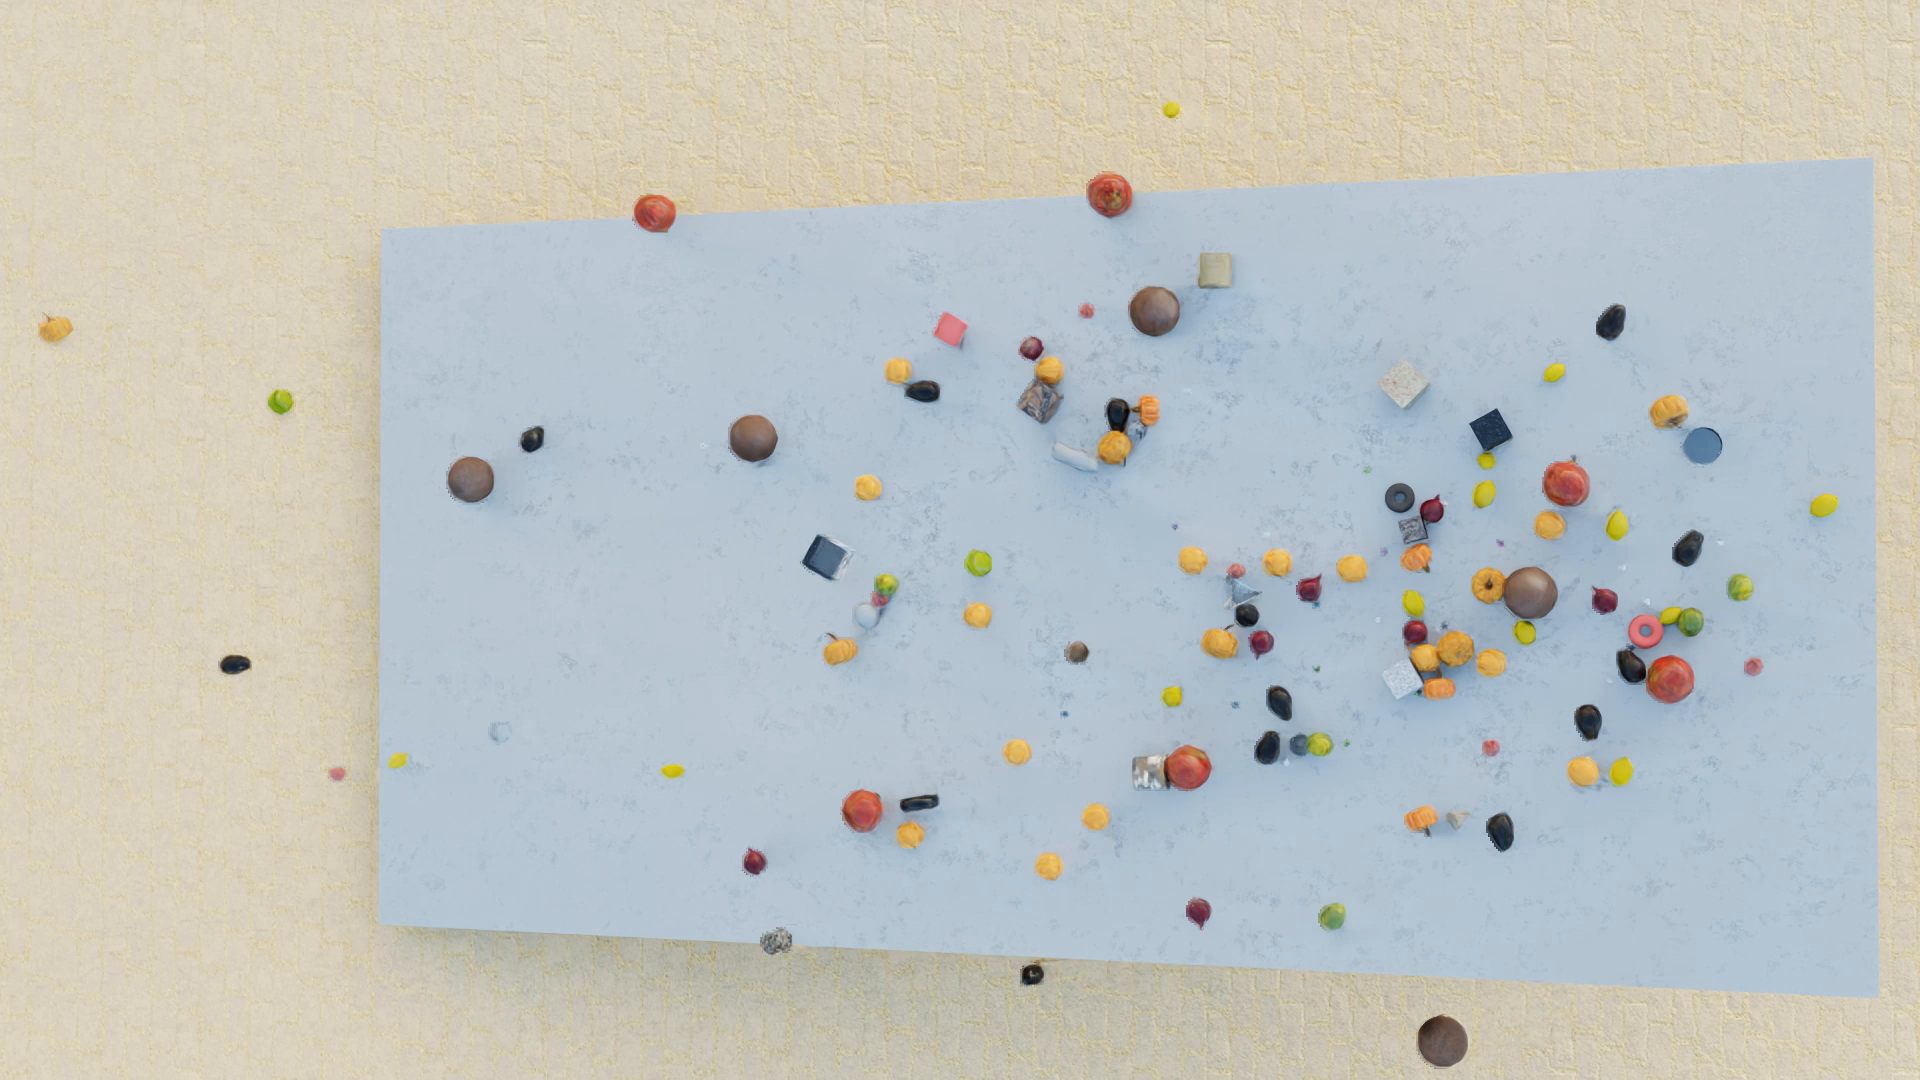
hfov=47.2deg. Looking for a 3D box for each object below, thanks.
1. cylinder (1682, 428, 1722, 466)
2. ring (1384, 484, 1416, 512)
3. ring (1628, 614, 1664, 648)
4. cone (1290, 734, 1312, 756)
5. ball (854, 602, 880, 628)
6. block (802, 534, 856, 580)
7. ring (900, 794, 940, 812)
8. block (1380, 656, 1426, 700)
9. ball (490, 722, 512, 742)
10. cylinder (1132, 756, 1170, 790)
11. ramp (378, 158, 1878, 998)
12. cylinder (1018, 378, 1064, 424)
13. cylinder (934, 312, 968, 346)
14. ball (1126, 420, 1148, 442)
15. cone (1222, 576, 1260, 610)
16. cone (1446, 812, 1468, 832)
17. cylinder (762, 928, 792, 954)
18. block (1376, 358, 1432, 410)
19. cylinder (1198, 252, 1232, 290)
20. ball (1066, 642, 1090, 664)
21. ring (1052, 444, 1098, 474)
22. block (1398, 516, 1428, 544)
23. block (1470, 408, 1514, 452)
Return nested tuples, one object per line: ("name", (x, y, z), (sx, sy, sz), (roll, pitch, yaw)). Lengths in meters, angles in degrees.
("cylinder", (1.789, -0.226, 5.298), (0.088, 0.088, 0.088), (0, 89, 16))
("ring", (1.105, -0.106, 5.524), (0.075, 0.025, 0.075), (0, 91, 17))
("ring", (1.670, 0.223, 5.357), (0.083, 0.028, 0.083), (-1, 88, 16))
("cone", (0.859, 0.521, 5.568), (0.057, 0.057, 0.057), (0, 89, 16))
("ball", (-0.249, 0.201, 5.877), (0.070, 0.070, 0.070), (0, 89, 0))
("block", (-0.352, 0.047, 5.902), (0.092, 0.092, 0.092), (31, 97, 14))
("ring", (-0.105, 0.695, 5.813), (0.109, 0.109, 0.036), (-9, 84, 0))
("block", (1.106, 0.344, 5.490), (0.077, 0.077, 0.077), (-30, 81, 13))
("ball", (-1.291, 0.540, 6.179), (0.060, 0.060, 0.060), (0, 89, 0))
("cylinder", (0.493, 0.597, 5.657), (0.085, 0.085, 0.085), (-4, 89, 16))
("ramp", (0.269, 0.096, 5.824), (4.000, 0.100, 2.000), (0, 89, 16))
("cylinder", (0.211, -0.362, 5.749), (0.090, 0.090, 0.090), (36, 99, 0))
("cylinder", (-0.024, -0.558, 5.829), (0.069, 0.069, 0.069), (28, 96, 0))
("ball", (0.457, -0.283, 5.695), (0.054, 0.054, 0.054), (0, 89, 0))
("cone", (0.728, 0.136, 5.620), (0.089, 0.089, 0.089), (2, 89, -11))
("cone", (1.248, 0.690, 5.473), (0.051, 0.051, 0.051), (-24, 89, -13))
("cylinder", (-0.489, 1.075, 5.890), (0.057, 0.057, 0.057), (7, 101, 36))
("block", (1.110, -0.389, 5.493), (0.091, 0.091, 0.091), (-46, 78, 11))
("cylinder", (0.654, -0.689, 5.630), (0.084, 0.084, 0.084), (3, 90, 0))
("ball", (0.307, 0.293, 5.728), (0.058, 0.058, 0.058), (0, 89, 0))
("ring", (0.298, -0.211, 5.699), (0.132, 0.132, 0.044), (23, 92, 0))
("block", (1.133, -0.026, 5.498), (0.058, 0.058, 0.058), (-17, 85, 15))
("block", (1.314, -0.271, 5.440), (0.077, 0.077, 0.077), (-30, 81, 14))
